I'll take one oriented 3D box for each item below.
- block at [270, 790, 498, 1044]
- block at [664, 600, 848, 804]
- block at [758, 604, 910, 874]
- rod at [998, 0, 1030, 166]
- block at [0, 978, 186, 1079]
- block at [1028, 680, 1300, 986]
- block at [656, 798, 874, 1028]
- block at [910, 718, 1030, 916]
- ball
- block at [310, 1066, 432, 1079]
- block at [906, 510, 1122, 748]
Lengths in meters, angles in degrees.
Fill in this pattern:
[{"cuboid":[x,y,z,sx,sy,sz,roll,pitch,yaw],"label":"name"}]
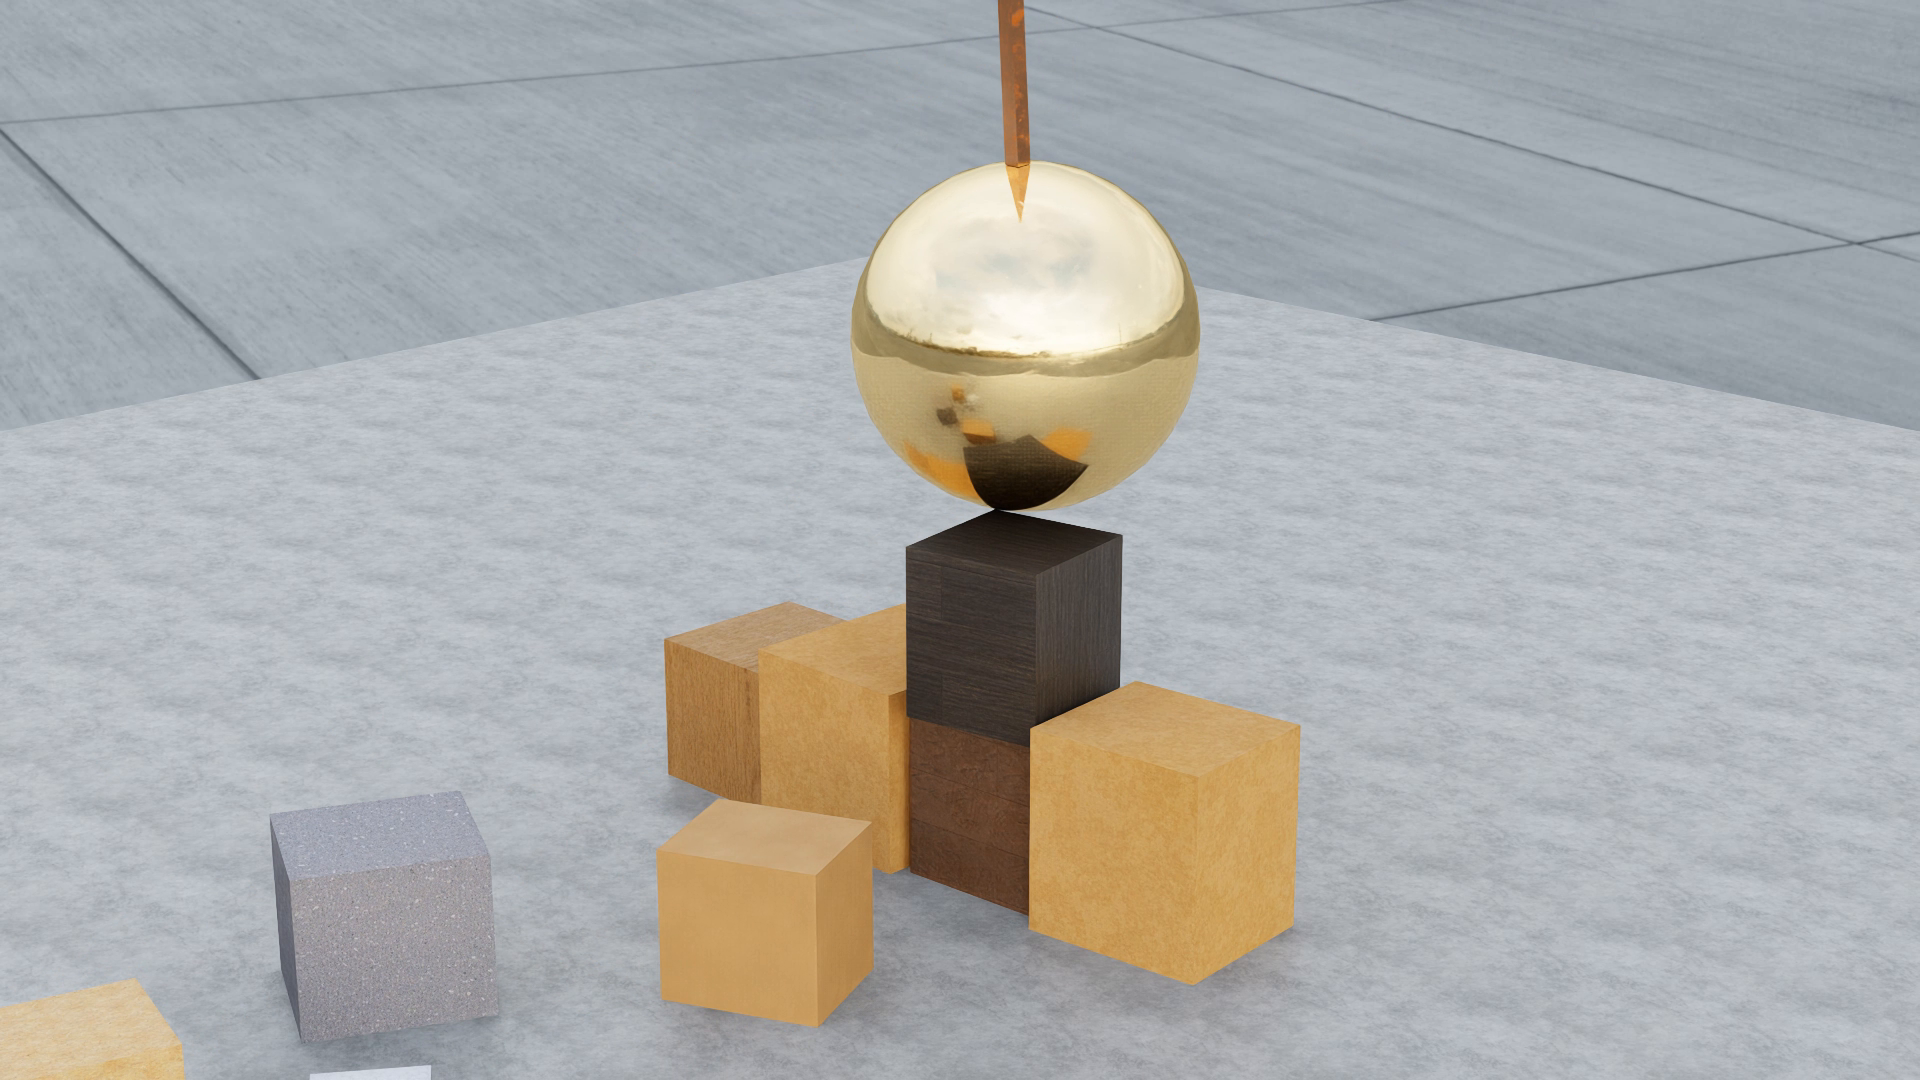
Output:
[{"cuboid":[-2.401,1.554,12.203,0.801,0.717,0.724,-6,18,-18],"label":"block"},{"cuboid":[-0.892,0.821,14.536,0.822,0.717,0.767,-17,24,-42],"label":"block"},{"cuboid":[-0.298,0.922,13.954,0.885,0.873,0.959,17,24,42],"label":"block"},{"cuboid":[0.129,-4.113,12.184,0.080,5.200,0.080,17,28,42],"label":"rod"},{"cuboid":[-3.176,2.087,10.491,0.677,0.727,0.605,-10,20,-29],"label":"block"},{"cuboid":[0.887,1.255,12.774,0.878,0.945,0.771,14,22,37],"label":"block"},{"cuboid":[-0.808,1.551,12.279,0.714,0.677,0.589,7,19,20],"label":"block"},{"cuboid":[0.273,1.134,13.370,0.733,0.820,0.684,15,23,39],"label":"block"},{"cuboid":[0.298,-0.928,13.362,1.600,1.600,1.600,0,17,0],"label":"ball"},{"cuboid":[-2.112,2.220,10.542,0.434,0.443,0.500,-3,18,-9],"label":"block"},{"cuboid":[0.242,0.383,13.067,0.688,0.795,0.697,12,21,33],"label":"block"}]
